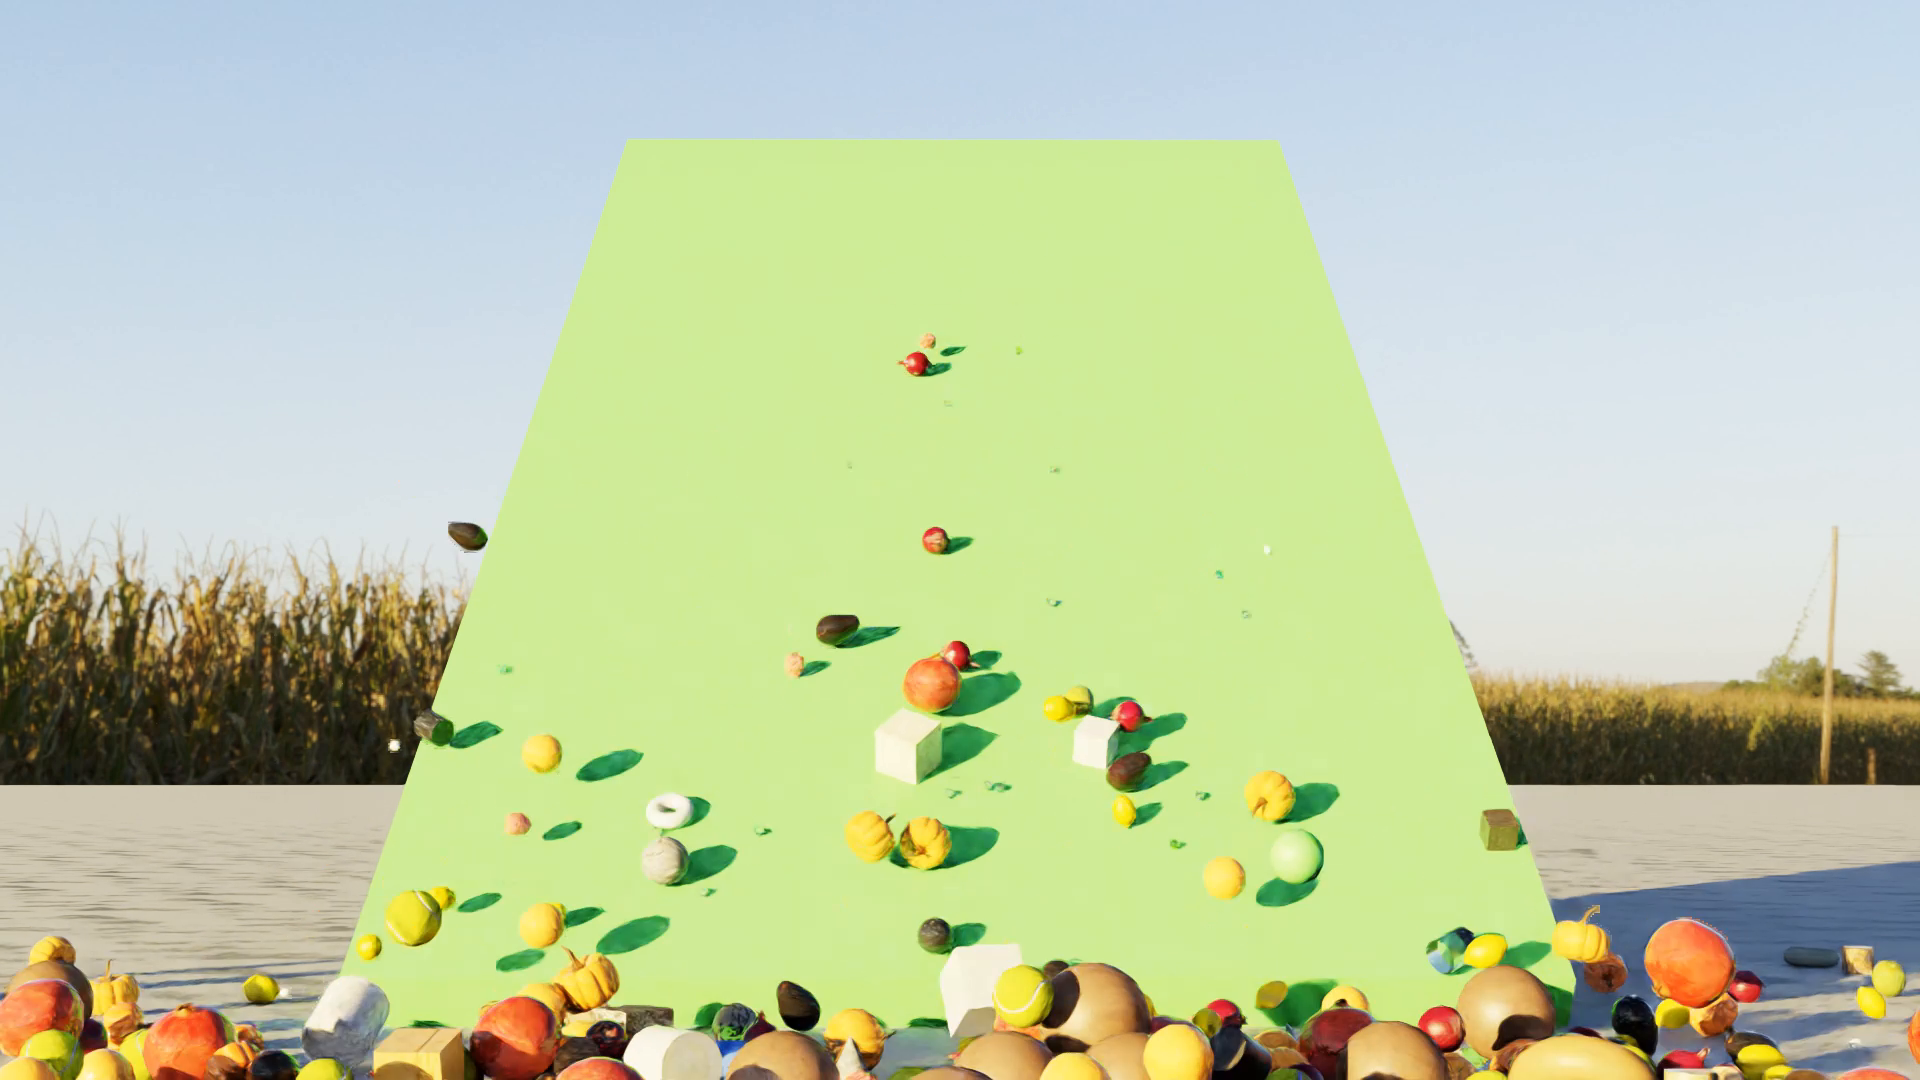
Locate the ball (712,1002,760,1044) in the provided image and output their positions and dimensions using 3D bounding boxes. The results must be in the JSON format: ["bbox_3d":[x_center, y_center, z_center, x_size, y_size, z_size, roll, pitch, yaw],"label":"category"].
[{"bbox_3d":[-0.336,0.730,3.600,0.070,0.070,0.070,0,-6,0],"label":"ball"}]

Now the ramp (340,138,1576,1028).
[{"bbox_3d":[-0.012,-0.217,5.655,2.000,0.100,4.000,0,29,0],"label":"ramp"}]

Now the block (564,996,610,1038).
[{"bbox_3d":[-0.540,0.708,3.501,0.057,0.057,0.057,-8,-27,-22],"label":"block"}]

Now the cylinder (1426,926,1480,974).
[{"bbox_3d":[0.801,0.667,3.901,0.060,0.060,0.060,-20,6,-32],"label":"cylinder"}]

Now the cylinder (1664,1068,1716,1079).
[{"bbox_3d":[0.868,0.661,2.856,0.059,0.059,0.059,0,-6,0],"label":"cylinder"}]

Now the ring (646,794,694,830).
[{"bbox_3d":[-0.514,0.481,4.261,0.086,0.029,0.086,-1,33,1],"label":"ring"}]

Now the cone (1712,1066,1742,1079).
[{"bbox_3d":[0.963,0.694,3.009,0.052,0.052,0.052,-4,-34,36],"label":"cone"}]

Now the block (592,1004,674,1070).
[{"bbox_3d":[-0.462,0.702,3.388,0.082,0.082,0.082,5,-8,-43],"label":"block"}]

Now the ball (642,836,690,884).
[{"bbox_3d":[-0.502,0.546,4.090,0.081,0.081,0.081,0,-6,0],"label":"ball"}]

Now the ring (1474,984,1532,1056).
[{"bbox_3d":[0.776,0.686,3.431,0.036,0.108,0.108,-23,1,-18],"label":"ring"}]

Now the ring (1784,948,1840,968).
[{"bbox_3d":[1.849,0.906,5.215,0.114,0.038,0.114,3,-5,0],"label":"ring"}]

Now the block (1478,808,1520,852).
[{"bbox_3d":[0.942,0.507,4.200,0.052,0.052,0.052,-2,29,-4],"label":"block"}]

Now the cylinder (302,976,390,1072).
[{"bbox_3d":[-0.859,0.676,3.361,0.094,0.094,0.094,-1,25,8],"label":"cylinder"}]

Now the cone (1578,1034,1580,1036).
[{"bbox_3d":[0.850,0.715,3.246,0.066,0.066,0.066,31,-4,5],"label":"cone"}]

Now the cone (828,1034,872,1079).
[{"bbox_3d":[-0.144,0.685,3.154,0.071,0.071,0.071,0,-6,0],"label":"cone"}]

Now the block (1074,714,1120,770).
[{"bbox_3d":[0.251,0.373,4.425,0.065,0.065,0.065,12,31,21],"label":"block"}]

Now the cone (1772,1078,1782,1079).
[{"bbox_3d":[0.975,0.681,2.884,0.053,0.053,0.053,1,-33,-14],"label":"cone"}]

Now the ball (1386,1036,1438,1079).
[{"bbox_3d":[0.591,0.683,3.143,0.067,0.067,0.067,0,-6,0],"label":"ball"}]

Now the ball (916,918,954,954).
[{"bbox_3d":[-0.041,0.648,3.932,0.060,0.060,0.060,0,-6,0],"label":"ball"}]

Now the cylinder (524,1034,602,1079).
[{"bbox_3d":[-0.516,0.680,3.125,0.073,0.073,0.073,5,-11,-41],"label":"cylinder"}]

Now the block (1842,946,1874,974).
[{"bbox_3d":[1.878,0.879,5.023,0.055,0.055,0.055,-1,-6,10],"label":"block"}]

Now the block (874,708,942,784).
[{"bbox_3d":[-0.094,0.377,4.390,0.088,0.088,0.088,17,33,28],"label":"block"}]

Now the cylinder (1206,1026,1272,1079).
[{"bbox_3d":[0.336,0.624,2.894,0.057,0.057,0.057,-6,-34,45],"label":"cylinder"}]

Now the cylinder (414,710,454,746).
[{"bbox_3d":[-0.971,0.347,4.432,0.053,0.053,0.053,23,8,34],"label":"cylinder"}]

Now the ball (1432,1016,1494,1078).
[{"bbox_3d":[0.686,0.690,3.272,0.083,0.083,0.083,0,-6,0],"label":"ball"}]

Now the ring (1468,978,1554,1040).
[{"bbox_3d":[0.868,0.740,3.787,0.136,0.045,0.136,5,25,-2],"label":"ring"}]

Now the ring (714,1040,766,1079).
[{"bbox_3d":[-0.332,0.709,3.266,0.134,0.045,0.134,-1,-4,0],"label":"ring"}]

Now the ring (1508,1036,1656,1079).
[{"bbox_3d":[0.603,0.533,2.316,0.146,0.049,0.146,10,-46,11],"label":"ring"}]

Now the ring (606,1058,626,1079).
[{"bbox_3d":[-0.441,0.717,3.249,0.078,0.026,0.078,0,-5,0],"label":"ring"}]

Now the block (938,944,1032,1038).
[{"bbox_3d":[0.034,0.619,3.302,0.092,0.092,0.092,0,-36,-18],"label":"block"}]

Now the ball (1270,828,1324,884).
[{"bbox_3d":[0.475,0.446,3.385,0.077,0.077,0.077,0,-6,0],"label":"ball"}]

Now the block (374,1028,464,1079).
[{"bbox_3d":[-0.655,0.646,2.913,0.082,0.082,0.082,-1,8,7],"label":"block"}]

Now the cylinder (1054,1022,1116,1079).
[{"bbox_3d":[0.153,0.646,2.949,0.076,0.076,0.076,0,28,0],"label":"cylinder"}]

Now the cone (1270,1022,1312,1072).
[{"bbox_3d":[0.459,0.707,3.361,0.067,0.067,0.067,0,-6,0],"label":"cone"}]

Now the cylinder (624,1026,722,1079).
[{"bbox_3d":[-0.363,0.663,3.036,0.090,0.090,0.090,4,-7,-38],"label":"cylinder"}]

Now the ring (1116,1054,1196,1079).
[{"bbox_3d":[0.258,0.705,3.183,0.111,0.037,0.111,1,-5,0],"label":"ring"}]

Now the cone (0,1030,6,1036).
[{"bbox_3d":[-1.488,0.744,3.652,0.077,0.077,0.077,24,-18,-30],"label":"cone"}]
